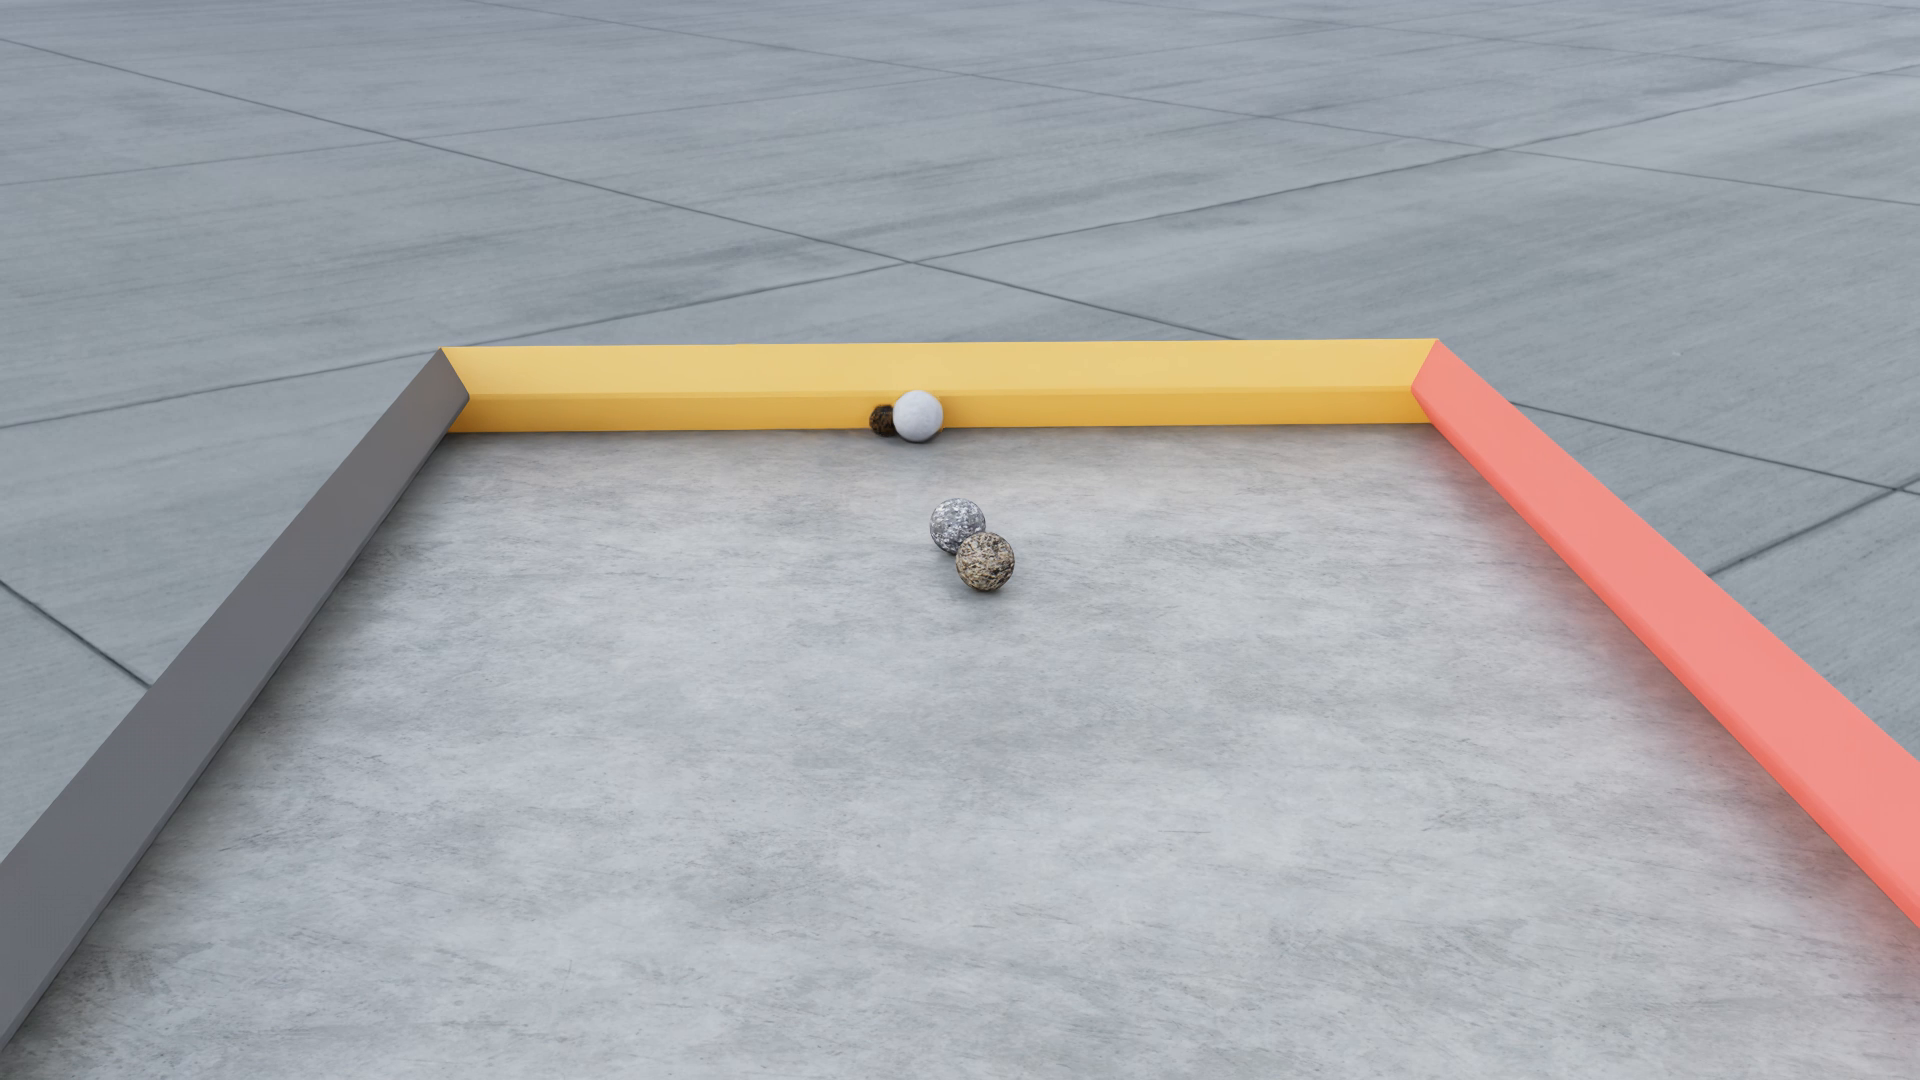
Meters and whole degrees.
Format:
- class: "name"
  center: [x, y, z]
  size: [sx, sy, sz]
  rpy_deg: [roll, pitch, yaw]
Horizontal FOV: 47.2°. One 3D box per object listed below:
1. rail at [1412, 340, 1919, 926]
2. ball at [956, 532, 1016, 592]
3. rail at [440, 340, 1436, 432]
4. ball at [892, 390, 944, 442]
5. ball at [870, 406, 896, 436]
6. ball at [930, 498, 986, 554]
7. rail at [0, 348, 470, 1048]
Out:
- class: "rail"
  center: [0.702, 0.153, 1.936]
  size: [0.045, 0.121, 2.512]
  rpy_deg: [-1, 18, -2]
- class: "ball"
  center: [0.028, 0.024, 2.436]
  size: [0.066, 0.066, 0.066]
  rpy_deg: [0, 18, 0]
- class: "rail"
  center: [-0.023, -0.212, 3.085]
  size: [1.404, 0.121, 0.045]
  rpy_deg: [-1, 18, -2]
- class: "ball"
  center: [-0.058, -0.171, 3.042]
  size: [0.072, 0.072, 0.072]
  rpy_deg: [0, 18, 0]
- class: "ball"
  center: [-0.106, -0.166, 3.073]
  size: [0.043, 0.043, 0.043]
  rpy_deg: [0, 18, 0]
- class: "ball"
  center: [-0.003, -0.016, 2.562]
  size: [0.066, 0.066, 0.066]
  rpy_deg: [0, 18, 0]
- class: "rail"
  center: [-0.653, 0.169, 1.886]
  size: [0.045, 0.121, 2.512]
  rpy_deg: [-1, 18, -2]
